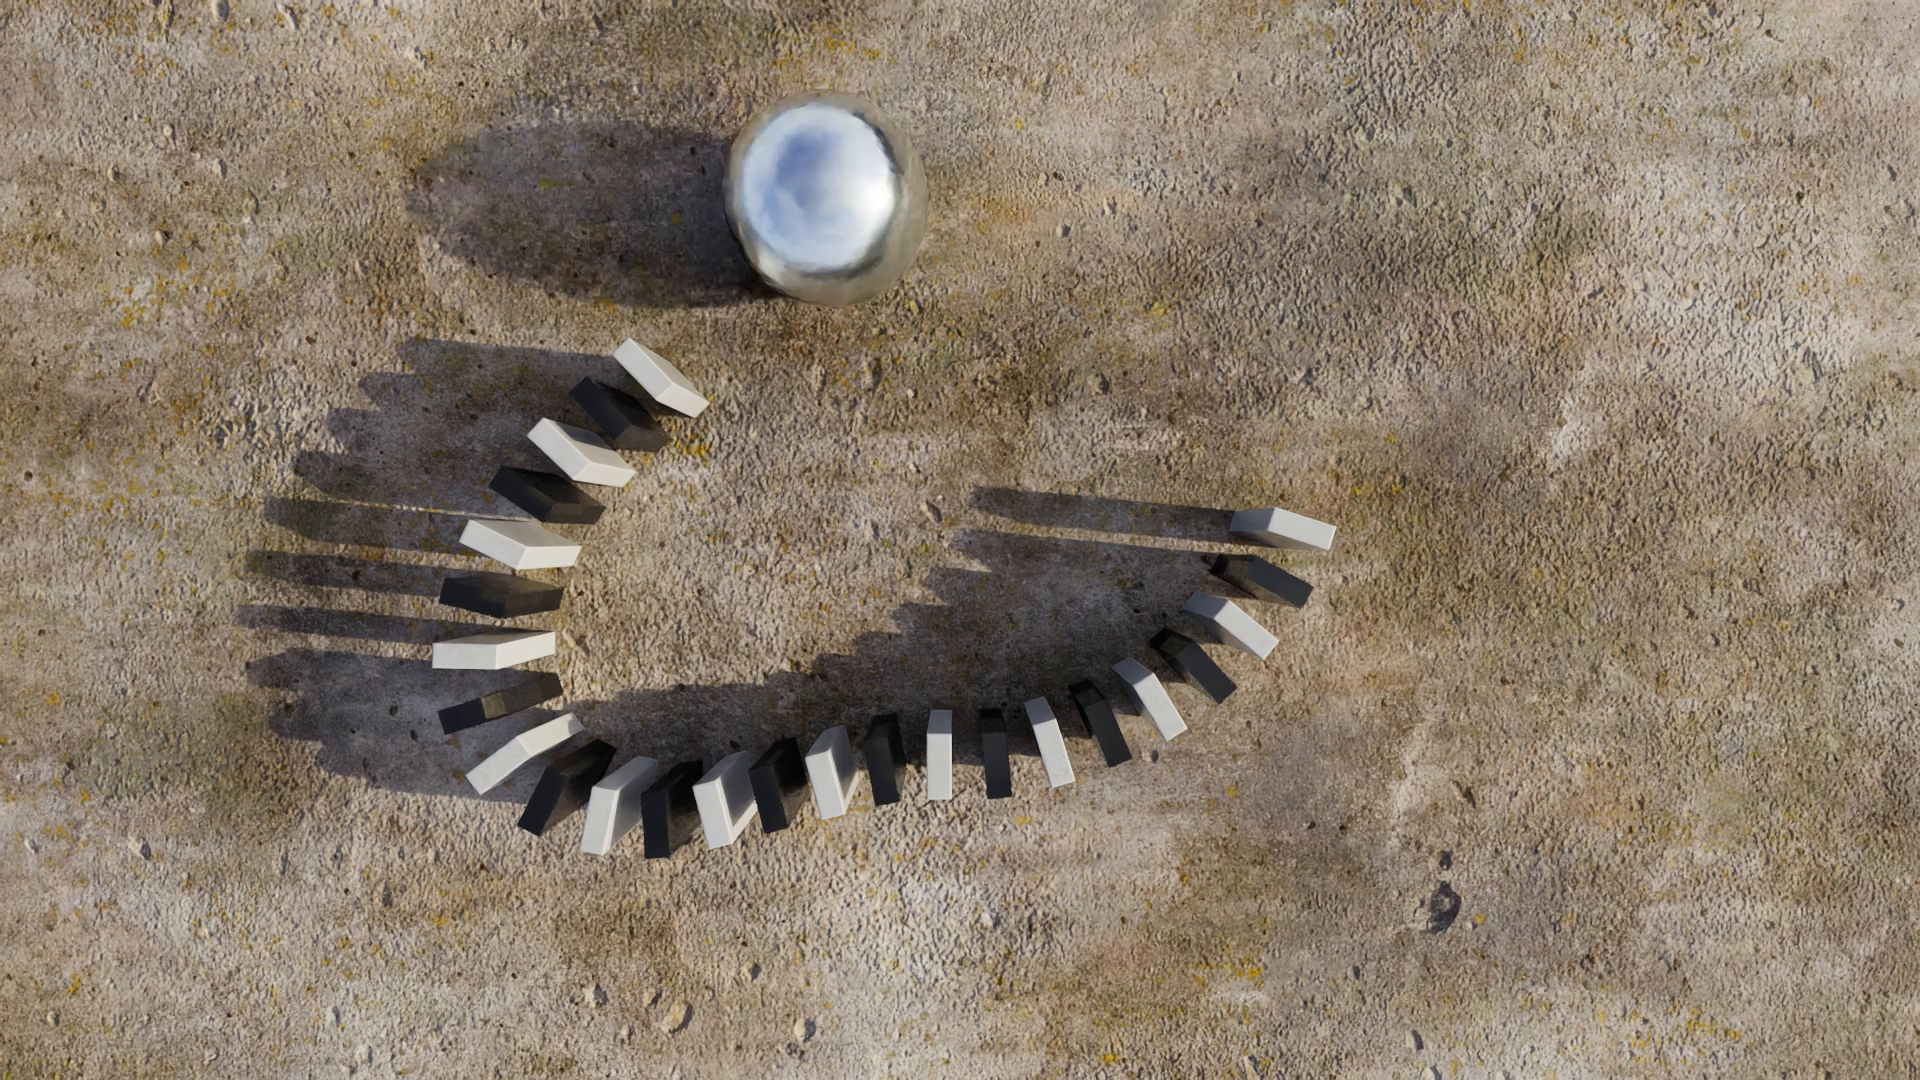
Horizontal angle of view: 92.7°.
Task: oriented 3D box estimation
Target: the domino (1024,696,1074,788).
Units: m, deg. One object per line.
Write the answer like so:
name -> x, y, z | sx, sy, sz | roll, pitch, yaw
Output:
domino -> 0.036, 0.081, 0.375 | 0.010, 0.050, 0.025 | -17, 90, 0

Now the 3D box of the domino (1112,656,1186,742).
domino -> 0.076, 0.064, 0.375 | 0.009, 0.050, 0.025 | -31, 90, 0

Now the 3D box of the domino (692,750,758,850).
domino -> -0.095, 0.105, 0.375 | 0.010, 0.050, 0.025 | -15, 90, 0

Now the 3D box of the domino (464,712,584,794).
domino -> -0.176, 0.086, 0.375 | 0.025, 0.050, 0.010 | -37, 90, 0

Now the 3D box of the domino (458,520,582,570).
domino -> -0.178, 0.002, 0.375 | 0.025, 0.050, 0.009 | 26, 90, 0

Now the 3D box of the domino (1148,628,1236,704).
domino -> 0.094, 0.050, 0.375 | 0.010, 0.050, 0.025 | -42, 90, 0

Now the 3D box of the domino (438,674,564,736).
domino -> -0.186, 0.066, 0.375 | 0.025, 0.050, 0.009 | -17, 90, 0

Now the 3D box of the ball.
ball -> -0.052, -0.133, 0.360 | 0.080, 0.080, 0.080 | 0, 90, 0

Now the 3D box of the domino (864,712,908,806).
domino -> -0.030, 0.089, 0.375 | 0.009, 0.050, 0.025 | -11, 90, 0

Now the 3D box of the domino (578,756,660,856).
domino -> -0.138, 0.107, 0.375 | 0.010, 0.050, 0.025 | 12, 90, 0

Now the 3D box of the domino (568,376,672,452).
domino -> -0.138, -0.050, 0.375 | 0.009, 0.050, 0.025 | -43, 90, 0

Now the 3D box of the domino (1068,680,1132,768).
domino -> 0.057, 0.074, 0.375 | 0.009, 0.050, 0.025 | -23, 90, 0

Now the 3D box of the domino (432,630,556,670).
domino -> -0.189, 0.044, 0.375 | 0.025, 0.050, 0.009 | 1, 90, 0

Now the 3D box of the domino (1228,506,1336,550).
domino -> 0.130, -0.004, 0.375 | 0.025, 0.050, 0.009 | 18, 90, 0

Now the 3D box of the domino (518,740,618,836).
domino -> -0.159, 0.100, 0.375 | 0.009, 0.050, 0.025 | 27, 90, 0

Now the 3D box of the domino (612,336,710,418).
domino -> -0.121, -0.065, 0.375 | 0.009, 0.050, 0.025 | -44, 90, 0

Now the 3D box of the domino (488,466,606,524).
domino -> -0.167, -0.018, 0.375 | 0.025, 0.050, 0.009 | 34, 90, 0

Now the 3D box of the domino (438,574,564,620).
domino -> -0.186, 0.023, 0.375 | 0.025, 0.050, 0.009 | 15, 90, 0

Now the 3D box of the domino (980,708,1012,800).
domino -> 0.014, 0.086, 0.375 | 0.010, 0.050, 0.025 | -5, 90, 0

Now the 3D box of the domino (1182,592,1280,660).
domino -> 0.109, 0.034, 0.375 | 0.025, 0.050, 0.010 | 39, 90, 0

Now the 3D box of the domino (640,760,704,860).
domino -> -0.116, 0.109, 0.375 | 0.009, 0.050, 0.025 | -4, 90, 0

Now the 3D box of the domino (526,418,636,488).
domino -> -0.153, -0.035, 0.375 | 0.025, 0.050, 0.010 | 43, 90, 0

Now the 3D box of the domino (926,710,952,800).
domino -> -0.008, 0.087, 0.375 | 0.009, 0.050, 0.025 | 0, 90, 0

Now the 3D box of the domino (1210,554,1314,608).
domino -> 0.122, 0.016, 0.375 | 0.025, 0.050, 0.010 | 29, 90, 0

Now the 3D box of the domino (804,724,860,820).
domino -> -0.052, 0.094, 0.375 | 0.010, 0.050, 0.025 | -15, 90, 0

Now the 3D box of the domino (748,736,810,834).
domino -> -0.073, 0.099, 0.375 | 0.009, 0.050, 0.025 | -15, 90, 0
